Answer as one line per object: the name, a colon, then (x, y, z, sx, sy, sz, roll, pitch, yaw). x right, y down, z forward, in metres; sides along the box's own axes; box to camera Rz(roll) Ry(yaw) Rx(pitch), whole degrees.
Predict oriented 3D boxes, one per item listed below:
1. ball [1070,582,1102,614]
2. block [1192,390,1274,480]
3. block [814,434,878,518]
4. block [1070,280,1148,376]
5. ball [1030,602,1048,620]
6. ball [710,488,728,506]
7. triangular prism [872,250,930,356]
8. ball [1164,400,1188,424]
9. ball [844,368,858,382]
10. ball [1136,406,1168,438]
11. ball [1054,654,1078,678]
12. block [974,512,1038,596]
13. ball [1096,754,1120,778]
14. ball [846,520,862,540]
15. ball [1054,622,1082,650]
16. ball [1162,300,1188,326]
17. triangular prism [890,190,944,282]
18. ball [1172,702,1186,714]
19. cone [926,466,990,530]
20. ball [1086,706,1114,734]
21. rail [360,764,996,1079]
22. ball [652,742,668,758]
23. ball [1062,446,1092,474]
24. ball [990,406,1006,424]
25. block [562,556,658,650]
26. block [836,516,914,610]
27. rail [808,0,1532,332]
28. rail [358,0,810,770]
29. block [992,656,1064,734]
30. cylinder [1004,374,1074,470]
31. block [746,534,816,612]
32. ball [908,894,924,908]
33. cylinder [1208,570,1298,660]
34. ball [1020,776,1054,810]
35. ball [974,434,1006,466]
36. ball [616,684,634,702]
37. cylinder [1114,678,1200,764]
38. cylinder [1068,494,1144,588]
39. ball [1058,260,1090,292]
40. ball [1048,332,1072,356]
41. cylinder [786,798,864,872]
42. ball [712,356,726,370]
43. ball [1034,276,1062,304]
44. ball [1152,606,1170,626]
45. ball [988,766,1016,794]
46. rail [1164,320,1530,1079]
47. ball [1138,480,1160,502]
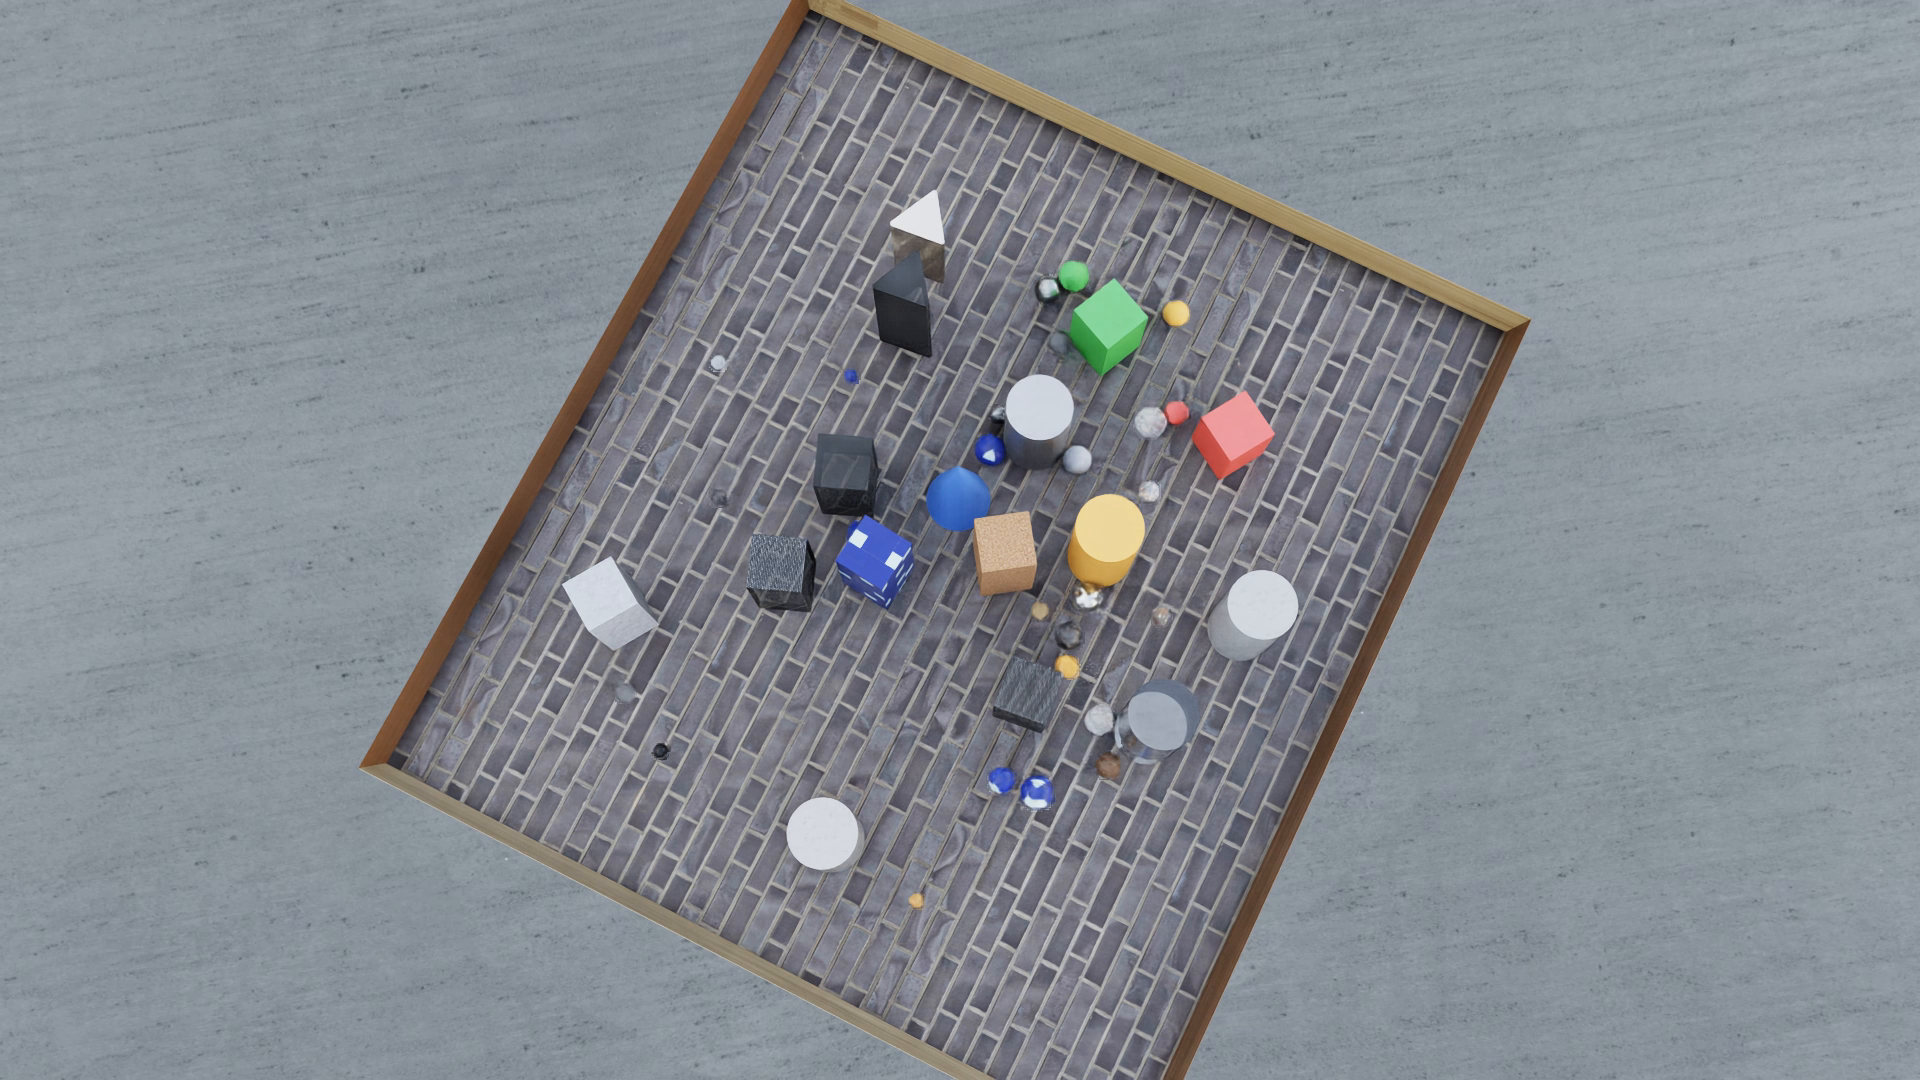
ball: (0.382, 0.175, 5.532, 0.095, 0.095, 0.095, 0, 78, 0)
block: (0.826, -0.315, 5.559, 0.158, 0.241, 0.158, -31, 80, -6)
block: (-0.338, -0.189, 5.469, 0.158, 0.366, 0.158, 4, 78, 1)
block: (0.451, -0.647, 5.607, 0.158, 0.280, 0.158, -39, 81, -7)
ball: (0.240, 0.212, 5.545, 0.054, 0.054, 0.054, 0, 78, 0)
ball: (-0.739, -0.130, 5.616, 0.054, 0.054, 0.054, 0, 78, 0)
triangular prism: (-0.147, -0.720, 5.517, 0.171, 0.487, 0.148, 19, 79, 4)
ball: (0.668, -0.393, 5.659, 0.075, 0.075, 0.075, 0, 78, 0)
ball: (-0.338, -0.511, 5.701, 0.043, 0.043, 0.043, 0, 78, 0)
ball: (0.588, -0.362, 5.641, 0.098, 0.098, 0.098, 0, 78, 0)
ball: (0.318, 0.379, 5.501, 0.072, 0.072, 0.072, 0, 78, 0)
block: (0.130, 0.044, 5.409, 0.158, 0.389, 0.158, -8, 78, -2)
ball: (0.440, 0.670, 5.440, 0.074, 0.074, 0.074, 0, 78, 0)
ball: (-0.308, -0.021, 5.582, 0.076, 0.076, 0.076, 0, 78, 0)
ball: (0.327, 0.288, 5.513, 0.086, 0.086, 0.086, 0, 78, 0)
ball: (0.673, -0.707, 5.722, 0.081, 0.081, 0.081, 0, 78, 0)
triangular prism: (-0.101, -0.943, 5.635, 0.171, 0.346, 0.148, 21, 79, 4)
ball: (0.659, 0.503, 5.491, 0.042, 0.042, 0.042, 0, 78, 0)
cone: (-0.005, -0.168, 5.431, 0.198, 0.432, 0.198, 0, 78, 0)
ball: (0.416, 0.537, 5.461, 0.087, 0.087, 0.087, 0, 78, 0)
rail: (-0.616, 1.212, 5.299, 2.528, 0.129, 0.045, 26, 80, 5)
ball: (-0.893, 0.629, 5.463, 0.047, 0.047, 0.047, 0, 78, 0)
ball: (0.359, -0.246, 5.623, 0.088, 0.088, 0.088, 0, 78, 0)
ball: (0.120, -0.387, 5.666, 0.059, 0.059, 0.059, 0, 78, 0)
block: (-1.021, 0.191, 5.382, 0.158, 0.382, 0.158, -30, 80, -6)
block: (-0.247, 0.070, 5.420, 0.158, 0.356, 0.158, 32, 80, 6)
rail: (0.616, -1.199, 5.798, 2.528, 0.129, 0.045, 26, 80, 5)
rail: (-1.110, -0.536, 5.661, 0.045, 0.129, 2.800, 26, 80, 5)
block: (0.198, 0.457, 5.391, 0.158, 0.257, 0.158, 20, 79, 4)
cylinder: (0.232, -0.349, 5.503, 0.198, 0.364, 0.198, 0, 78, 0)
block: (-0.524, 0.101, 5.415, 0.158, 0.354, 0.158, 5, 78, 1)
ball: (-0.129, 1.058, 5.376, 0.042, 0.042, 0.042, 0, 78, 0)
cylinder: (0.849, 0.225, 5.349, 0.198, 0.433, 0.198, 0, 78, 0)
ball: (0.227, 0.745, 5.412, 0.099, 0.099, 0.099, 0, 78, 0)
ball: (0.092, -0.277, 5.625, 0.096, 0.096, 0.096, 0, 78, 0)
ball: (-1.003, 0.458, 5.493, 0.057, 0.057, 0.057, 0, 78, 0)
cylinder: (0.561, 0.527, 5.268, 0.198, 0.470, 0.198, 0, 78, 0)
cylinder: (0.427, 0.007, 5.409, 0.198, 0.403, 0.198, 0, 78, 0)
ball: (0.357, -0.826, 5.738, 0.096, 0.096, 0.096, 0, 78, 0)
ball: (0.314, -0.611, 5.705, 0.075, 0.075, 0.075, 0, 78, 0)
cylinder: (-0.381, 0.849, 5.254, 0.198, 0.367, 0.198, 0, 78, 0)
ball: (-0.752, -0.553, 5.708, 0.046, 0.046, 0.046, 0, 78, 0)
ball: (0.277, -0.782, 5.734, 0.086, 0.086, 0.086, 0, 78, 0)
ball: (0.607, 0.230, 5.540, 0.056, 0.056, 0.056, 0, 78, 0)
ball: (0.124, 0.711, 5.429, 0.079, 0.079, 0.079, 0, 78, 0)
rail: (1.110, 0.550, 5.436, 0.045, 0.129, 2.800, 26, 80, 5)
ball: (0.579, -0.148, 5.614, 0.066, 0.066, 0.066, 0, 78, 0)
